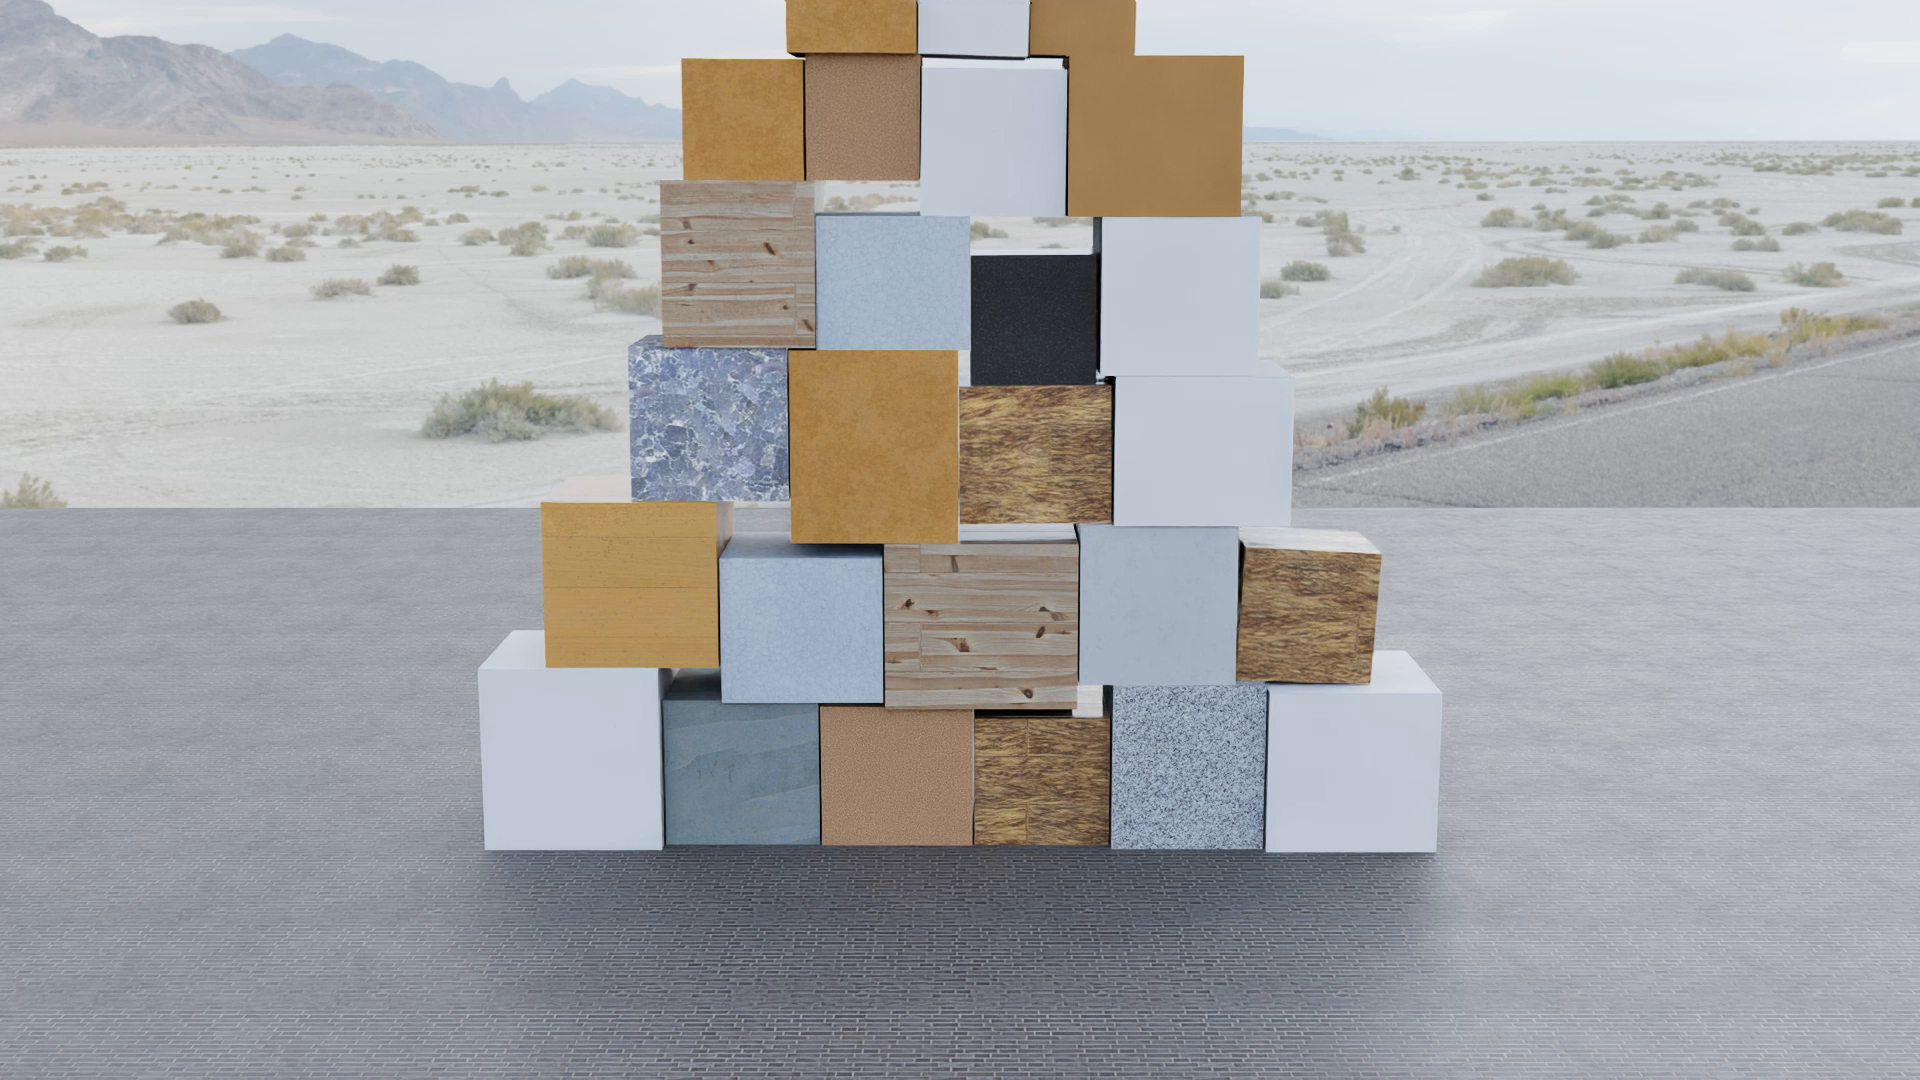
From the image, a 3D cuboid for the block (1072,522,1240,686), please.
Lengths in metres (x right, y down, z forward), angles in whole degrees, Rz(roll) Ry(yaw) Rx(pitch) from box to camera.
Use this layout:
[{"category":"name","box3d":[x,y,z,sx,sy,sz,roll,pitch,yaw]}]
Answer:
[{"category":"block","box3d":[0.978,0.254,11.213,0.774,0.802,0.787,0,10,0]}]

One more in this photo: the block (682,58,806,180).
[{"category":"block","box3d":[-1.038,-2.061,10.799,0.579,0.571,0.589,0,10,0]}]

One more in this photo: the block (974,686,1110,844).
[{"category":"block","box3d":[0.411,1.155,11.379,0.676,0.656,0.687,0,10,0]}]

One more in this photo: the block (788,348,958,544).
[{"category":"block","box3d":[-0.420,-0.517,11.092,0.818,0.947,0.753,0,10,0]}]

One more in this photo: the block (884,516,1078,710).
[{"category":"block","box3d":[0.105,0.359,11.246,0.953,0.832,0.808,0,10,0]}]

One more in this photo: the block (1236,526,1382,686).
[{"category":"block","box3d":[1.731,0.325,11.233,0.674,0.672,0.629,3,10,-1]}]

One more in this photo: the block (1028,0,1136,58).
[{"category":"block","box3d":[0.587,-2.602,10.714,0.509,0.491,0.480,1,10,0]}]

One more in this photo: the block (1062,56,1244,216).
[{"category":"block","box3d":[0.928,-1.981,10.803,0.824,0.754,0.752,0,10,0]}]

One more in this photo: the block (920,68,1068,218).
[{"category":"block","box3d":[0.162,-1.959,10.840,0.697,0.696,0.676,1,10,0]}]

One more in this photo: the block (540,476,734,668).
[{"category":"block","box3d":[-1.620,0.149,11.216,0.855,0.828,0.851,0,10,0]}]

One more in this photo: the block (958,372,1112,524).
[{"category":"block","box3d":[0.368,-0.473,11.081,0.744,0.680,0.653,-1,10,0]}]

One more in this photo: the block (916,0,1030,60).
[{"category":"block","box3d":[0.068,-2.657,10.678,0.528,0.613,0.563,2,10,0]}]

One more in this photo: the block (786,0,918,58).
[{"category":"block","box3d":[-0.513,-2.683,10.697,0.615,0.637,0.693,0,10,0]}]

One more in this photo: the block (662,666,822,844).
[{"category":"block","box3d":[-1.095,1.105,11.398,0.777,0.748,0.724,0,10,0]}]

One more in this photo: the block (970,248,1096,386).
[{"category":"block","box3d":[0.356,-1.119,10.965,0.613,0.631,0.590,0,10,0]}]

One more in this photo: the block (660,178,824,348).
[{"category":"block","box3d":[-1.065,-1.387,10.916,0.737,0.798,0.737,0,10,0]}]

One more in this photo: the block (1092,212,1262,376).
[{"category":"block","box3d":[1.062,-1.237,10.945,0.762,0.761,0.755,0,10,0]}]

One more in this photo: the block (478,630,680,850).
[{"category":"block","box3d":[-1.936,1.018,11.362,0.886,0.933,0.869,0,10,0]}]

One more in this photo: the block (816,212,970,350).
[{"category":"block","box3d":[-0.324,-1.302,10.963,0.743,0.643,0.736,0,10,0]}]

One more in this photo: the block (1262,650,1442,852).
[{"category":"block","box3d":[1.954,1.075,11.368,0.851,0.817,0.923,0,10,0]}]

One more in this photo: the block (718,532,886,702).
[{"category":"block","box3d":[-0.783,0.383,11.241,0.802,0.729,0.760,0,10,0]}]

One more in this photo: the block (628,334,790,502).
[{"category":"block","box3d":[-1.221,-0.624,11.055,0.775,0.754,0.697,0,10,0]}]

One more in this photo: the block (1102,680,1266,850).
[{"category":"block","box3d":[1.139,1.064,11.354,0.759,0.843,0.812,0,10,0]}]

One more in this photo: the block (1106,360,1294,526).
[{"category":"block","box3d":[1.184,-0.502,11.078,0.861,0.733,0.830,0,10,0]}]

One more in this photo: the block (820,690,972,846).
[{"category":"block","box3d":[-0.317,1.123,11.380,0.760,0.720,0.712,0,10,0]}]

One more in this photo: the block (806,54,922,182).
[{"category":"block","box3d":[-0.464,-2.072,10.794,0.551,0.599,0.543,0,10,0]}]
